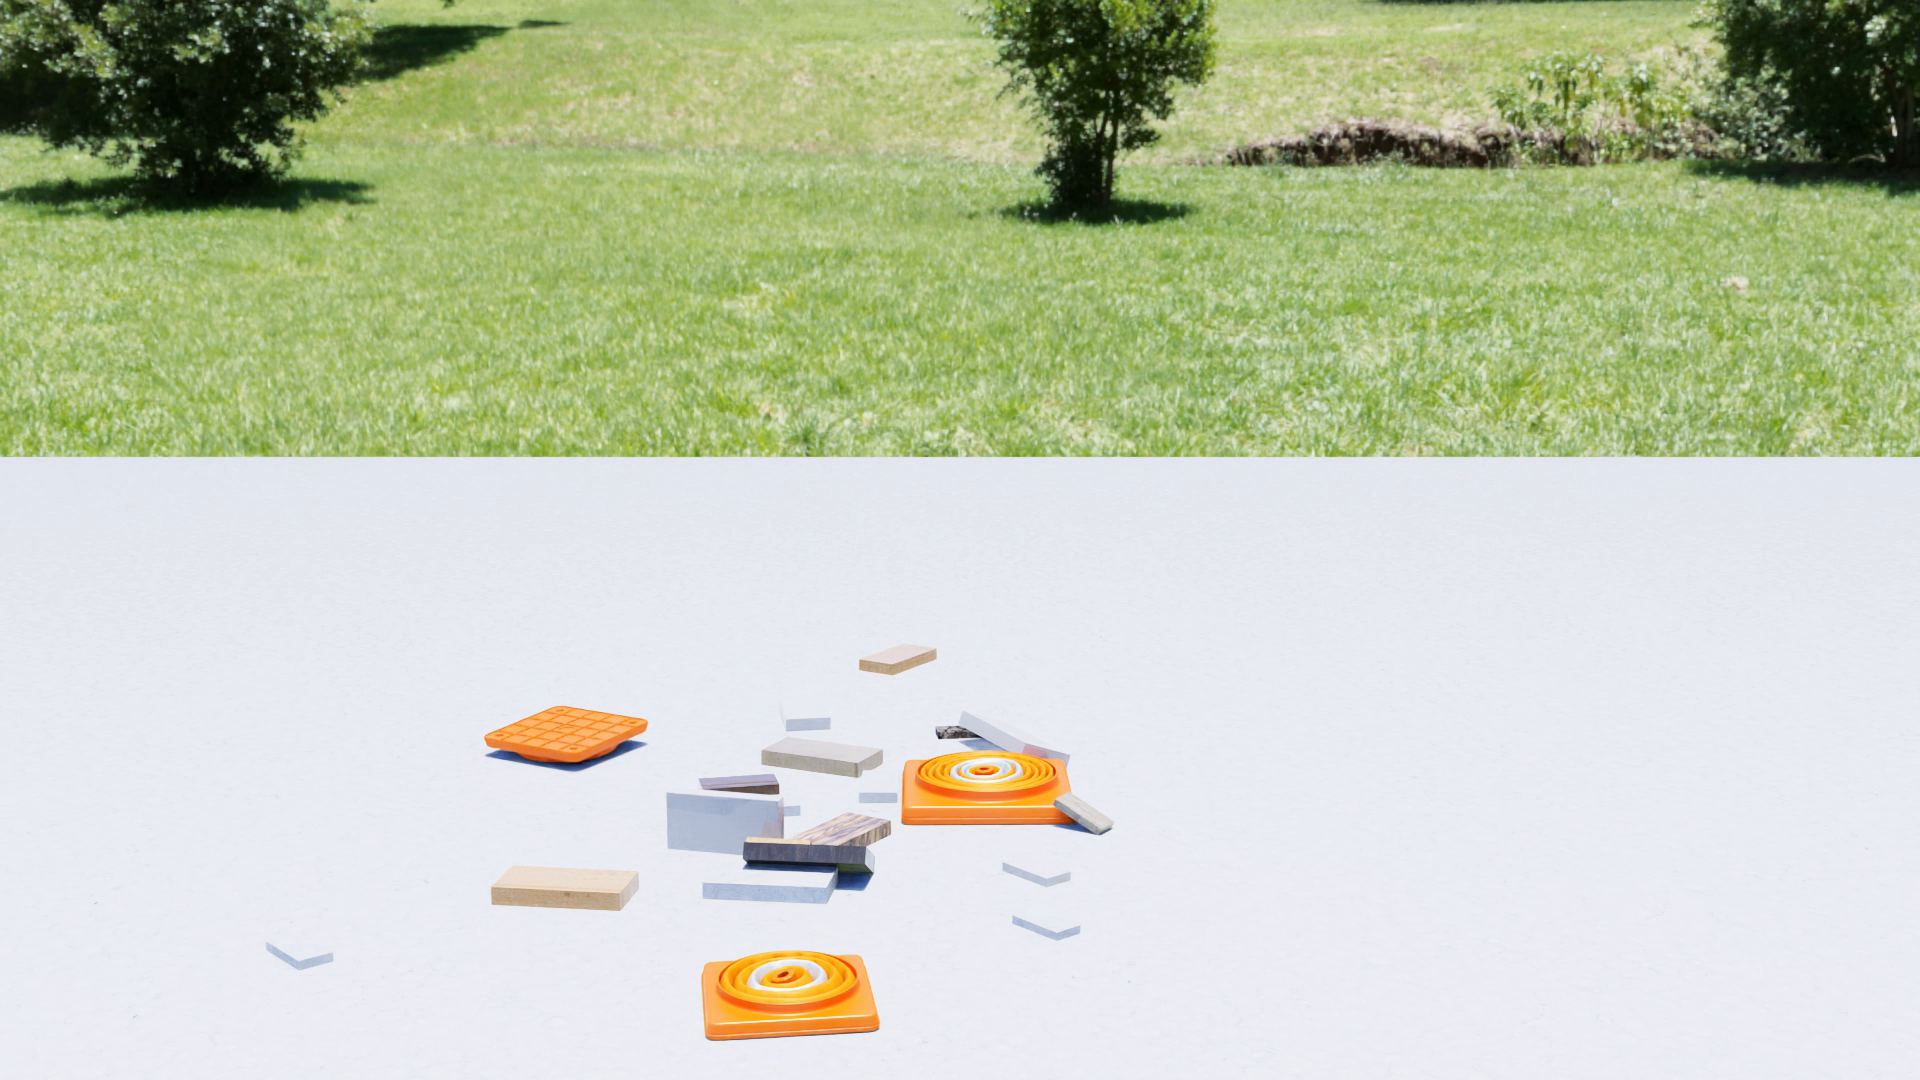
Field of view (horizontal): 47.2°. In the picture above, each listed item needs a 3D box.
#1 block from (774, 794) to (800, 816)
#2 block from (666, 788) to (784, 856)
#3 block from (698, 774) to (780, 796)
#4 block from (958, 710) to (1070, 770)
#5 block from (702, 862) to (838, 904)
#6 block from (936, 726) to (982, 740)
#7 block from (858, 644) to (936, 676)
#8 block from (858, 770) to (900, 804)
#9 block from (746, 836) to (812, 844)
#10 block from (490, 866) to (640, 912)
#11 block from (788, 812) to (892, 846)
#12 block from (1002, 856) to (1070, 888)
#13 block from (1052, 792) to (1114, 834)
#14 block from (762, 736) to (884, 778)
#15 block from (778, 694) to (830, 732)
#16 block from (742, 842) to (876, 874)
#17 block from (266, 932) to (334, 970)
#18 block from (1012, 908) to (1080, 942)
[{"bbox_3d":[-0.376,0.499,4.103,0.148,0.021,0.074,-2,11,-13],"label":"block"},{"bbox_3d":[-0.414,0.498,3.876,0.209,0.104,0.030,3,11,14],"label":"block"},{"bbox_3d":[-0.426,0.474,4.234,0.148,0.021,0.074,-2,11,-13],"label":"block"},{"bbox_3d":[0.108,0.406,4.478,0.109,0.031,0.279,17,1,-28],"label":"block"},{"bbox_3d":[-0.316,0.573,3.678,0.209,0.030,0.104,1,11,7],"label":"block"},{"bbox_3d":[0.003,0.404,4.630,0.103,0.015,0.052,-1,11,-8],"label":"block"},{"bbox_3d":[-0.147,0.284,5.242,0.095,0.027,0.191,7,12,32],"label":"block"},{"bbox_3d":[-0.154,0.475,4.233,0.074,0.021,0.148,0,11,1],"label":"block"},{"bbox_3d":[-0.310,0.538,3.812,0.113,0.016,0.056,2,-33,10],"label":"block"},{"bbox_3d":[-0.654,0.578,3.651,0.219,0.031,0.109,1,11,8],"label":"block"},{"bbox_3d":[-0.215,0.530,3.919,0.095,0.027,0.191,7,12,31],"label":"block"},{"bbox_3d":[0.130,0.566,3.757,0.056,0.016,0.112,-9,14,-40],"label":"block"},{"bbox_3d":[0.225,0.499,4.012,0.104,0.015,0.052,32,24,24],"label":"block"},{"bbox_3d":[-0.277,0.436,4.415,0.219,0.031,0.109,5,12,24],"label":"block"},{"bbox_3d":[-0.337,0.373,4.763,0.095,0.027,0.201,-2,11,-9],"label":"block"},{"bbox_3d":[-0.256,0.540,3.735,0.209,0.030,0.104,1,-17,7],"label":"block"},{"bbox_3d":[-1.018,0.634,3.389,0.056,0.016,0.113,-9,14,-41],"label":"block"},{"bbox_3d":[0.137,0.613,3.506,0.052,0.015,0.104,-9,14,-40],"label":"block"}]
